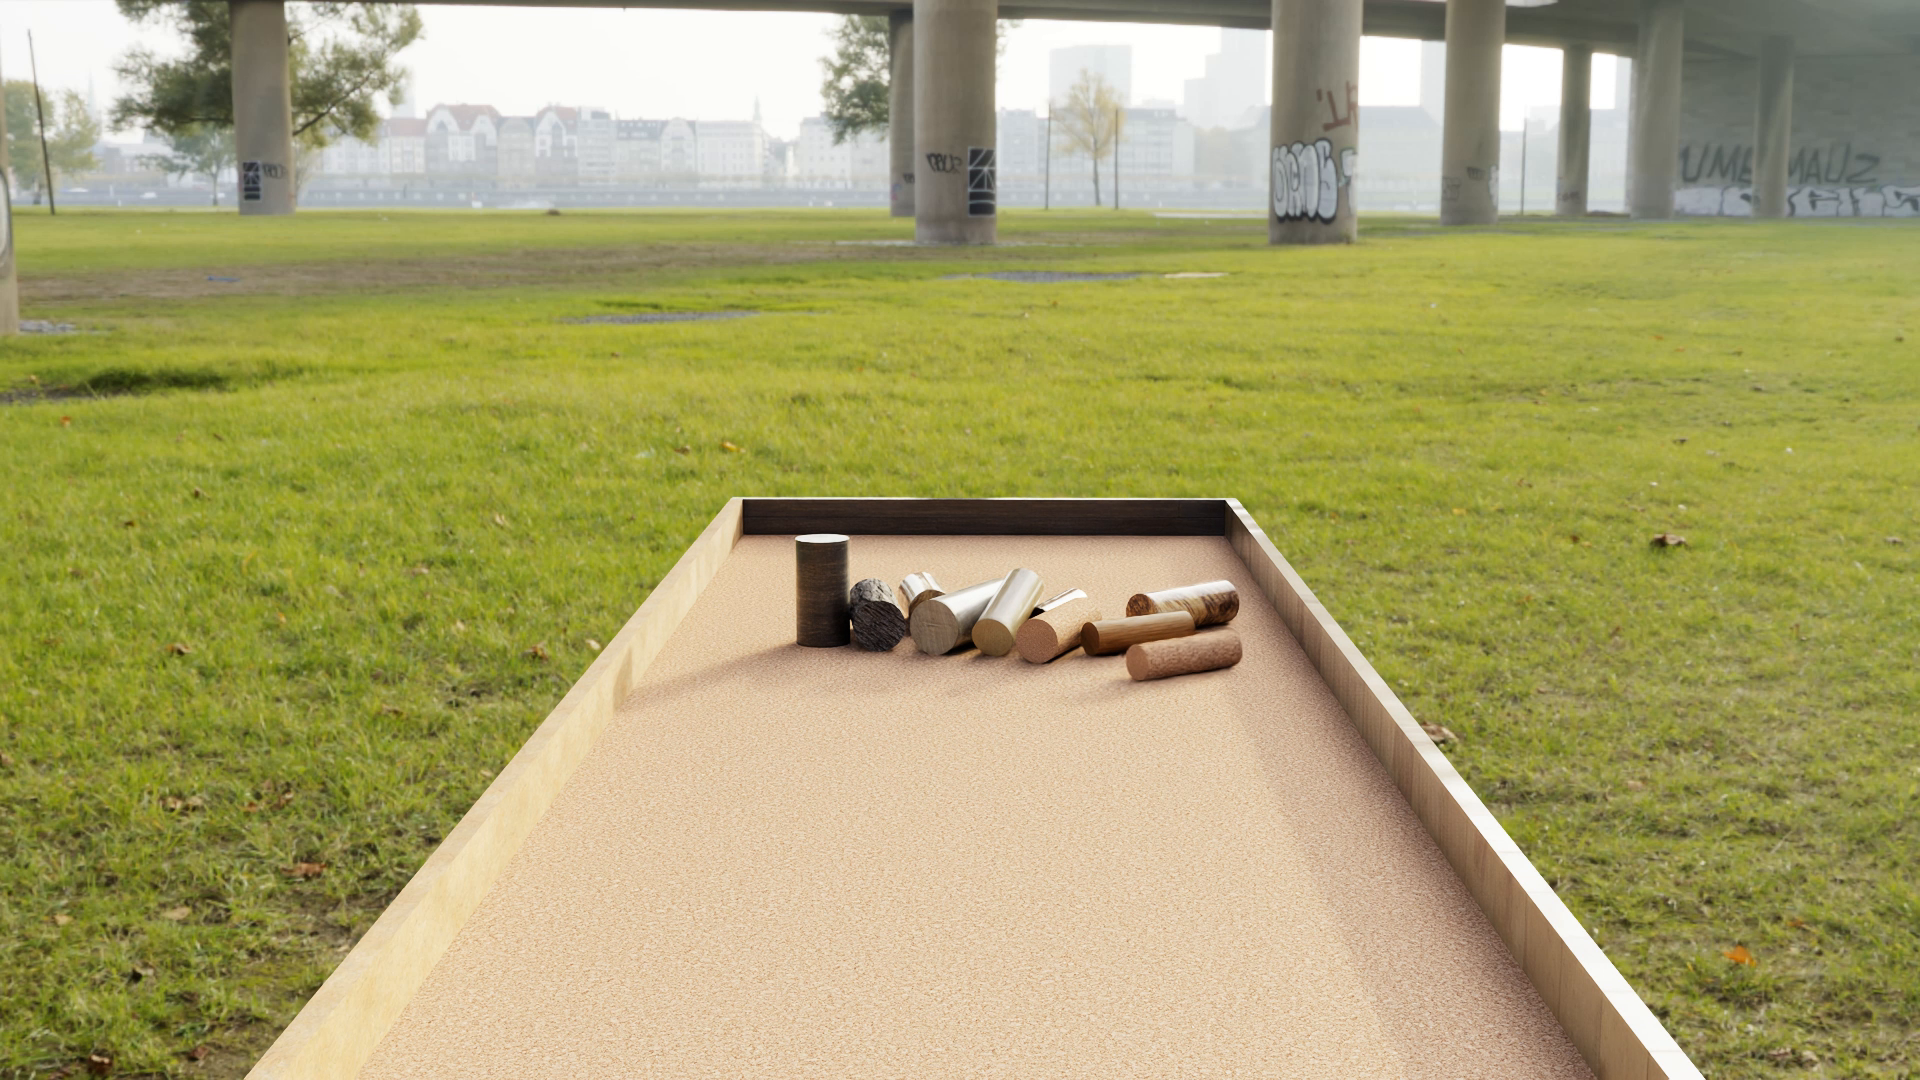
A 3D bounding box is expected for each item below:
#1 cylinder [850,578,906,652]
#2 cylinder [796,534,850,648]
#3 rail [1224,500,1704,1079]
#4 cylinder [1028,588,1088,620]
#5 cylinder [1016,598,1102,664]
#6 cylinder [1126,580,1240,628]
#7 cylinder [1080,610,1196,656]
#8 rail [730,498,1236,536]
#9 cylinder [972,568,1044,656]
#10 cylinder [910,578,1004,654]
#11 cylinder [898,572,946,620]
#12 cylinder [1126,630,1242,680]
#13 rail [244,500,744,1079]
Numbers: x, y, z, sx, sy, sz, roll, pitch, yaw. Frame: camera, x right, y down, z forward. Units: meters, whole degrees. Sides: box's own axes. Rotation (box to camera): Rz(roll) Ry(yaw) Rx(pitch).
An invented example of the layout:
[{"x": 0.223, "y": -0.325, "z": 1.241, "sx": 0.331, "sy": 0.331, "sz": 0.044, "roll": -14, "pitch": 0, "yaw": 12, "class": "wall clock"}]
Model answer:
[{"x": -0.270, "y": 0.236, "z": 7.005, "sx": 0.162, "sy": 0.162, "sz": 0.396, "roll": -1, "pitch": 9, "yaw": -6, "class": "cylinder"}, {"x": -0.433, "y": 0.159, "z": 6.939, "sx": 0.171, "sy": 0.334, "sz": 0.171, "roll": 0, "pitch": 9, "yaw": 0, "class": "cylinder"}, {"x": 1.046, "y": 0.843, "z": 3.208, "sx": 0.050, "sy": 0.150, "sz": 12.000, "roll": 0, "pitch": 9, "yaw": 1, "class": "rail"}, {"x": 0.312, "y": 0.240, "z": 7.155, "sx": 0.106, "sy": 0.106, "sz": 0.371, "roll": 4, "pitch": 10, "yaw": 21, "class": "cylinder"}, {"x": 0.310, "y": 0.277, "z": 6.824, "sx": 0.137, "sy": 0.137, "sz": 0.394, "roll": 4, "pitch": 10, "yaw": 23, "class": "cylinder"}, {"x": 0.727, "y": 0.222, "z": 7.161, "sx": 0.387, "sy": 0.141, "sz": 0.141, "roll": -8, "pitch": 12, "yaw": -40, "class": "cylinder"}, {"x": 0.555, "y": 0.289, "z": 6.850, "sx": 0.363, "sy": 0.104, "sz": 0.104, "roll": -5, "pitch": 10, "yaw": -31, "class": "cylinder"}, {"x": 0.099, "y": -0.098, "z": 9.147, "sx": 2.100, "sy": 0.150, "sz": 0.050, "roll": 0, "pitch": 9, "yaw": 1, "class": "rail"}, {"x": 0.151, "y": 0.223, "z": 6.862, "sx": 0.132, "sy": 0.132, "sz": 0.328, "roll": 3, "pitch": 29, "yaw": 20, "class": "cylinder"}, {"x": 0.028, "y": 0.238, "z": 6.959, "sx": 0.171, "sy": 0.171, "sz": 0.448, "roll": 5, "pitch": 10, "yaw": 29, "class": "cylinder"}, {"x": -0.112, "y": 0.208, "z": 7.210, "sx": 0.152, "sy": 0.152, "sz": 0.332, "roll": -1, "pitch": 9, "yaw": -8, "class": "cylinder"}, {"x": 0.665, "y": 0.341, "z": 6.518, "sx": 0.364, "sy": 0.107, "sz": 0.107, "roll": -6, "pitch": 11, "yaw": -34, "class": "cylinder"}, {"x": -1.004, "y": 0.839, "z": 3.234, "sx": 0.050, "sy": 0.150, "sz": 12.000, "roll": 0, "pitch": 9, "yaw": 1, "class": "rail"}]
